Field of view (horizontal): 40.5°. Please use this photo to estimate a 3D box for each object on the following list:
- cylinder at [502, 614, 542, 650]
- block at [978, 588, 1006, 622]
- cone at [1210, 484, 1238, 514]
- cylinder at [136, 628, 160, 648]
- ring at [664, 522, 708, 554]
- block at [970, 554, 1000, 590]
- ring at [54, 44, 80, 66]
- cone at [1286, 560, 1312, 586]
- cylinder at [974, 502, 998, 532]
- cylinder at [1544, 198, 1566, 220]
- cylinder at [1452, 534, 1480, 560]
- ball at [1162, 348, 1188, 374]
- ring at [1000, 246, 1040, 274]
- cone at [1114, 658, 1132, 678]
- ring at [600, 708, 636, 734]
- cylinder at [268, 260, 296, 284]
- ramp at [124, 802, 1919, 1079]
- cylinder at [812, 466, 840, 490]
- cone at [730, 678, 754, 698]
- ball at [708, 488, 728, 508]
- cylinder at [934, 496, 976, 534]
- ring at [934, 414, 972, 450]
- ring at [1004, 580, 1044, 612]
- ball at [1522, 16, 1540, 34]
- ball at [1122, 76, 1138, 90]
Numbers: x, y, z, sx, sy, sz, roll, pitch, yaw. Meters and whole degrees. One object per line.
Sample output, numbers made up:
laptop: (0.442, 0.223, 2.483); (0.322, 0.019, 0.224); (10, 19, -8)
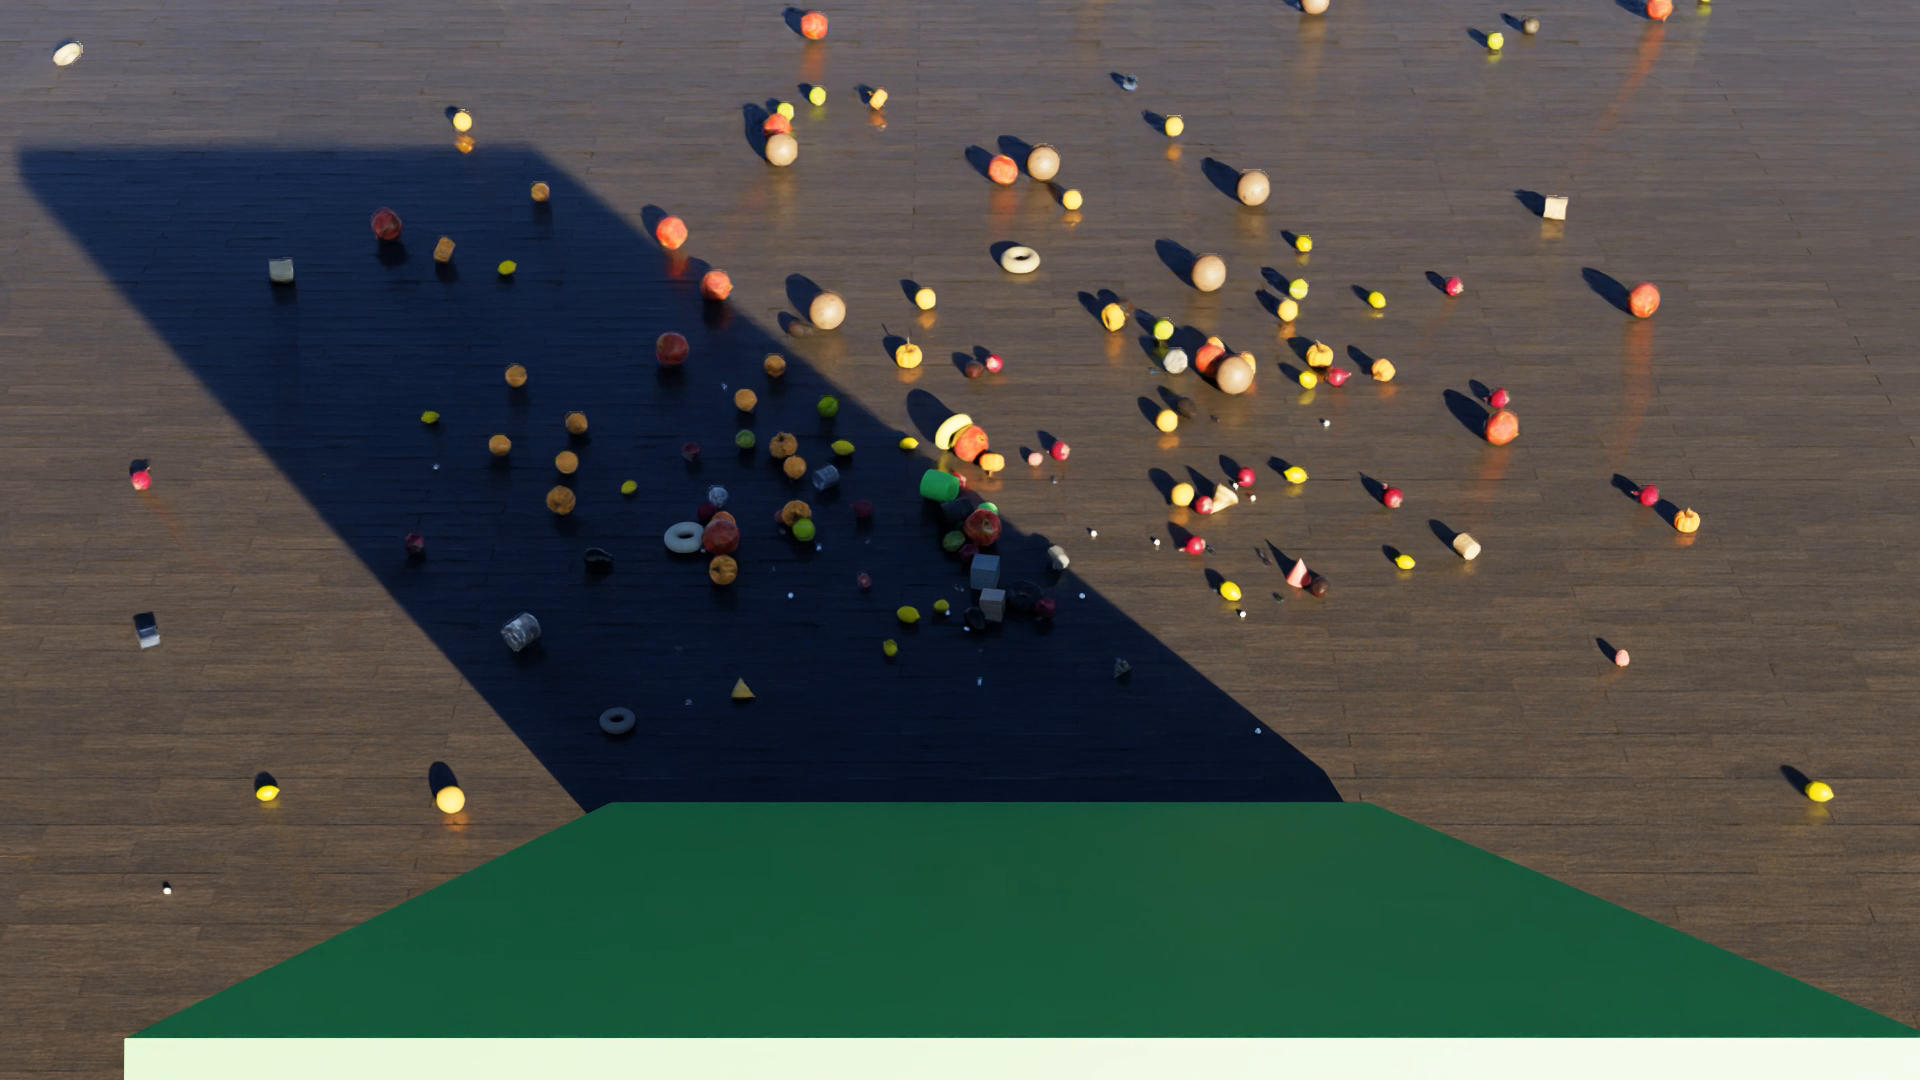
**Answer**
cylinder: (-1.269, 0.267, 7.525); (0.080, 0.080, 0.080); (24, 42, 29)
block: (0.095, 0.190, 7.642); (0.067, 0.067, 0.067); (6, 36, 9)
cone: (0.802, -0.113, 8.088); (0.090, 0.090, 0.090); (29, 71, 34)
cylinder: (-2.350, 0.282, 7.526); (0.054, 0.054, 0.054); (-7, 33, -36)
ring: (-0.837, -0.007, 7.937); (0.136, 0.045, 0.136); (-1, 35, 1)
block: (0.075, 0.097, 7.765); (0.076, 0.076, 0.076); (6, 36, 9)
ring: (-3.653, -1.987, 10.631); (0.040, 0.120, 0.120); (52, 50, 1)
cone: (1.017, 0.086, 7.780); (0.077, 0.077, 0.077); (0, 36, 0)
cylinder: (0.081, -0.070, 8.006); (0.066, 0.066, 0.066); (3, 39, 5)
cylinder: (2.201, -1.225, 9.609); (0.074, 0.074, 0.074); (8, 36, 11)
cylinder: (1.536, 0.021, 7.886); (0.059, 0.059, 0.059); (-19, 33, -25)
ball: (0.723, -0.600, 8.729); (0.085, 0.085, 0.085); (0, 36, 0)
ring: (0.215, -1.006, 9.327); (0.143, 0.048, 0.143); (0, 37, 0)
cone: (0.454, 0.374, 7.423); (0.054, 0.054, 0.054); (22, 68, 28)
ring: (-0.954, 0.503, 7.236); (0.101, 0.034, 0.101); (0, 34, 0)
cylinder: (-2.405, -0.951, 9.222); (0.080, 0.080, 0.080); (-7, 36, -10)
ramp: (0.079, 0.671, 4.864); (2.000, 0.100, 4.000); (0, -2, 0)
cylinder: (-0.423, -0.196, 8.185); (0.061, 0.061, 0.061); (-27, 44, -32)
cone: (-0.606, 0.430, 7.342); (0.063, 0.063, 0.063); (26, 35, -9)
ball: (-0.752, -0.134, 8.098); (0.062, 0.062, 0.062); (0, 36, 0)
cylinder: (-0.016, -0.078, 7.995); (0.091, 0.091, 0.091); (-19, 40, -24)
ring: (-0.021, -0.346, 8.336); (0.138, 0.138, 0.046); (-24, 61, -30)
ring: (0.186, 0.167, 7.698); (0.125, 0.042, 0.125); (-1, 36, 1)
ball: (2.395, -2.159, 10.912); (0.073, 0.073, 0.073); (0, 36, 0)
ball: (0.686, -1.841, 10.481); (0.059, 0.059, 0.059); (0, 36, 0)
